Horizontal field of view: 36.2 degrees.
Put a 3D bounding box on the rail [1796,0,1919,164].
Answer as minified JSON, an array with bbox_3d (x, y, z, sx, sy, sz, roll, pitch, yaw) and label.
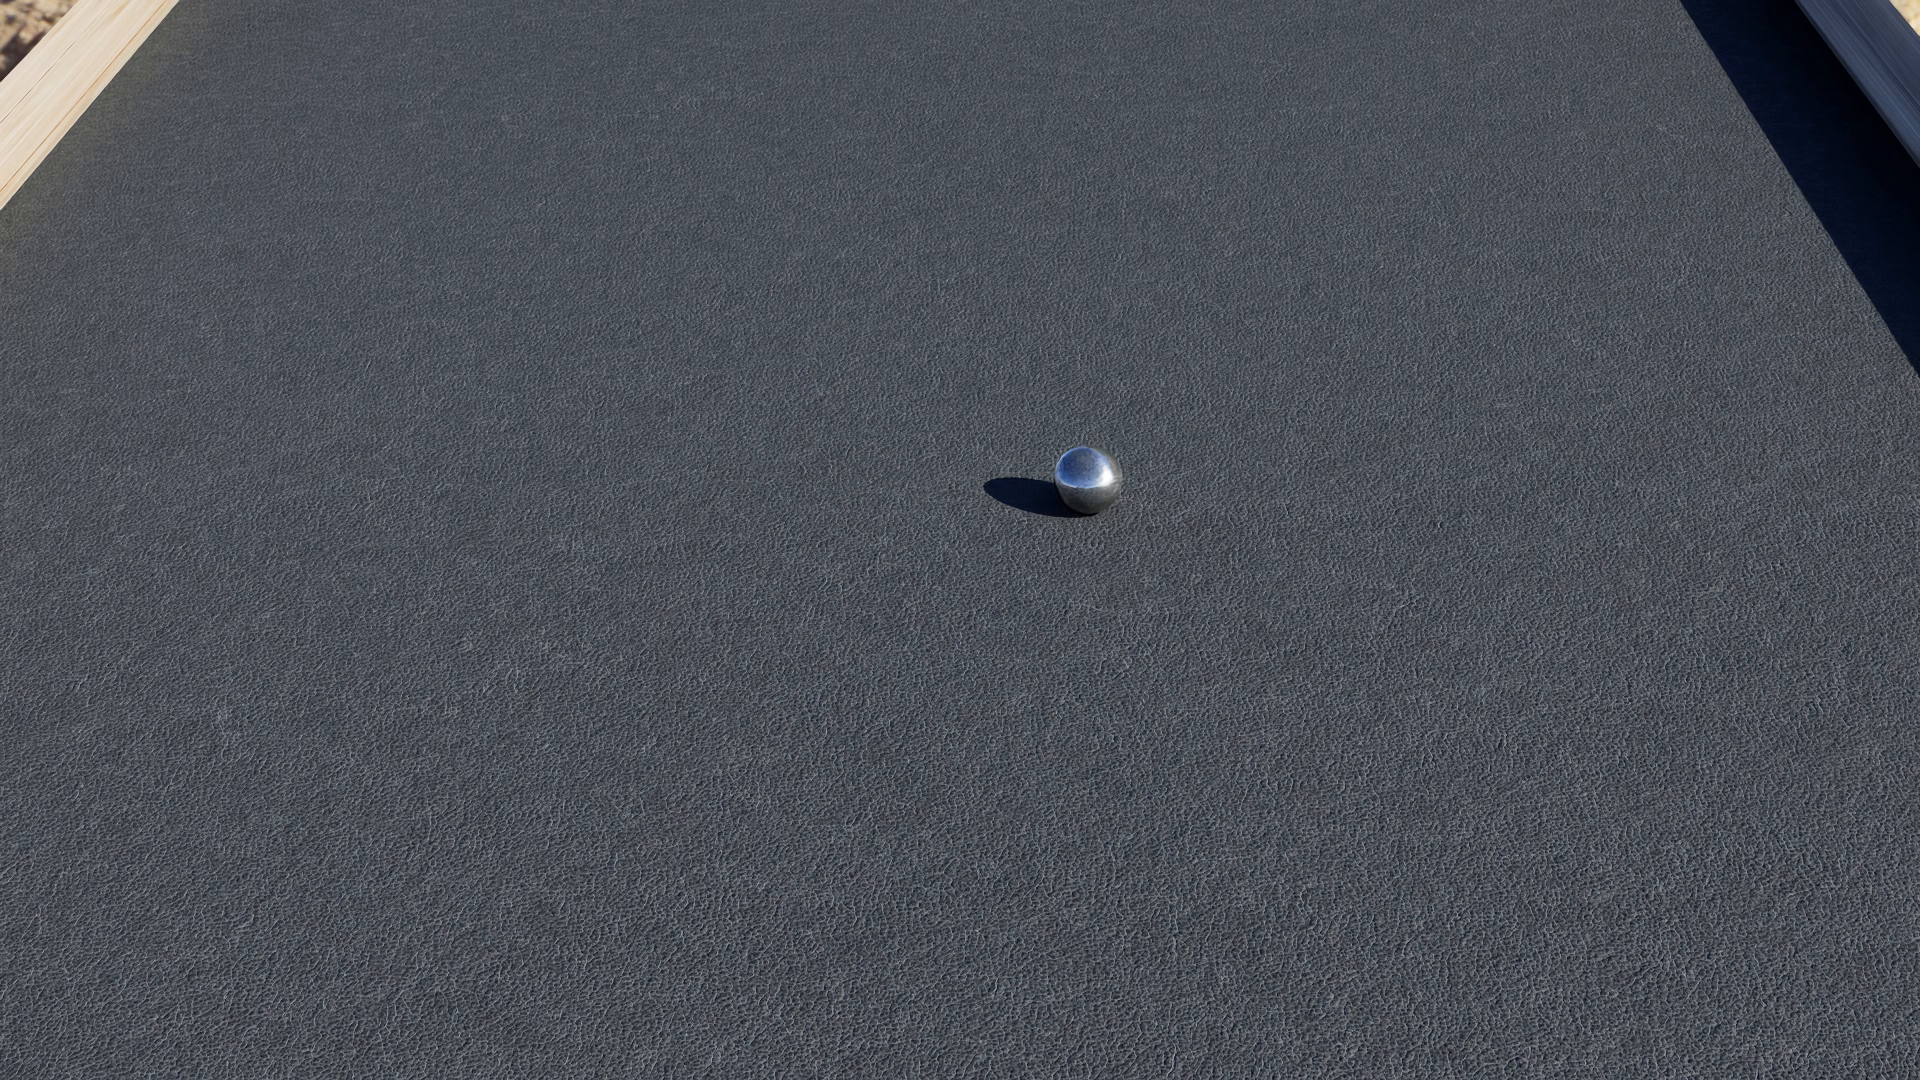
[{"bbox_3d":[0.787,-0.376,2.481,0.045,0.086,3.169,1,28,1],"label":"rail"}]

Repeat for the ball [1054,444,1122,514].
[{"bbox_3d":[0.082,-0.039,1.886,0.045,0.045,0.045,0,28,0],"label":"ball"}]

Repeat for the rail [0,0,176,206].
[{"bbox_3d":[-0.750,-0.393,2.513,0.045,0.086,3.169,1,28,1],"label":"rail"}]
